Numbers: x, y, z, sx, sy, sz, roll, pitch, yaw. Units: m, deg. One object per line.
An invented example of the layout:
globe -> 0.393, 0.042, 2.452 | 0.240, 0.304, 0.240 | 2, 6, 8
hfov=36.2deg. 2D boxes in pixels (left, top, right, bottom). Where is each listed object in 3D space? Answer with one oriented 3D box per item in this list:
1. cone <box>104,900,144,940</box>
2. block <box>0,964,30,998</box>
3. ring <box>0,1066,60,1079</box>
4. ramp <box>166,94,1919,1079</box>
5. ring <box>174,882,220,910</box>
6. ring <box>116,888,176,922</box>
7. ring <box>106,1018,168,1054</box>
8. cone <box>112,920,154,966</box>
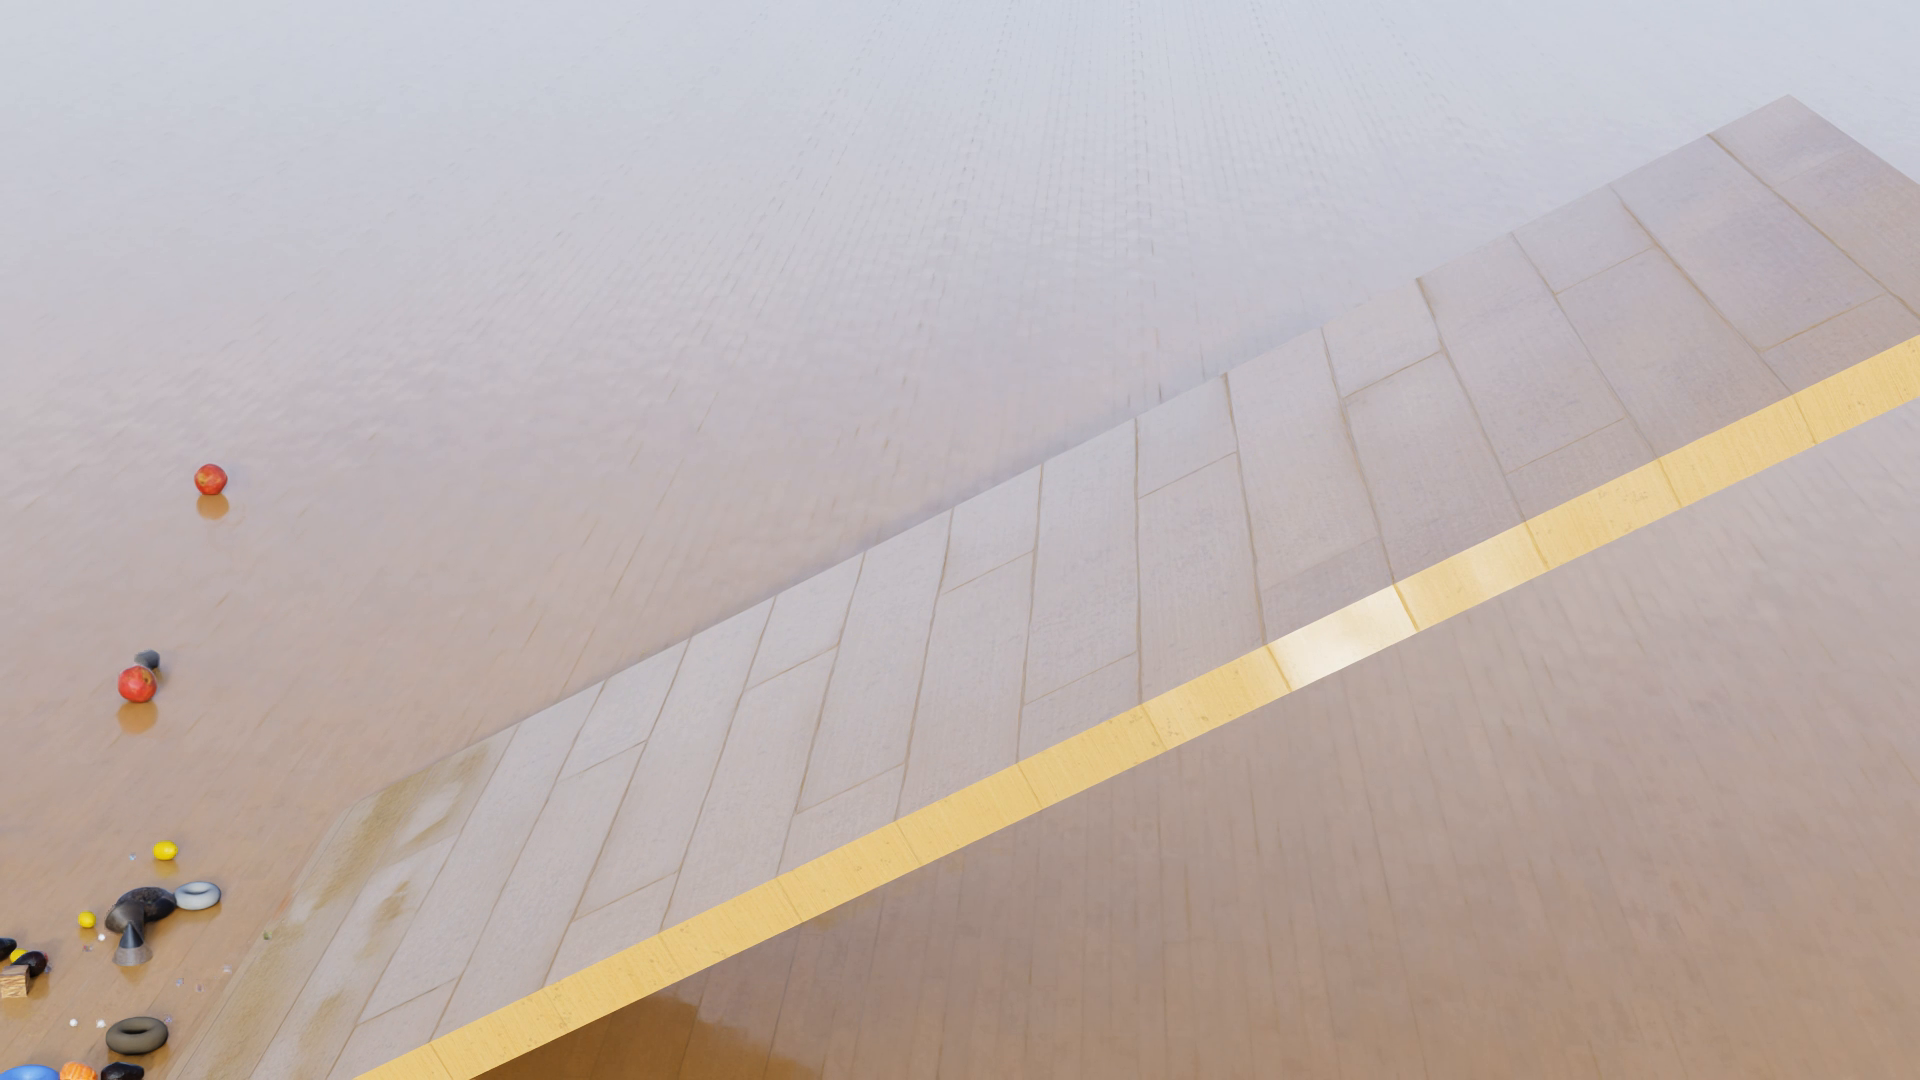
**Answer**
cone -> -1.981, 0.934, 7.049 | 0.100, 0.100, 0.100 | -15, 49, -39
block -> -2.174, 1.016, 6.770 | 0.055, 0.055, 0.055 | -2, 17, -6
ring -> -1.995, 1.169, 6.287 | 0.145, 0.048, 0.145 | 1, 18, 0
ramp -> 0.141, 0.167, 6.281 | 4.000, 0.100, 2.000 | -26, 14, 11
ring -> -1.880, 0.876, 7.247 | 0.116, 0.039, 0.116 | 1, 18, 0
ring -> -1.989, 0.891, 7.185 | 0.143, 0.048, 0.143 | 1, 18, 0
ring -> -1.825, 1.099, 6.520 | 0.135, 0.045, 0.135 | 1, 16, 0
cone -> -1.957, 0.941, 6.942 | 0.096, 0.096, 0.096 | 0, 17, 0
